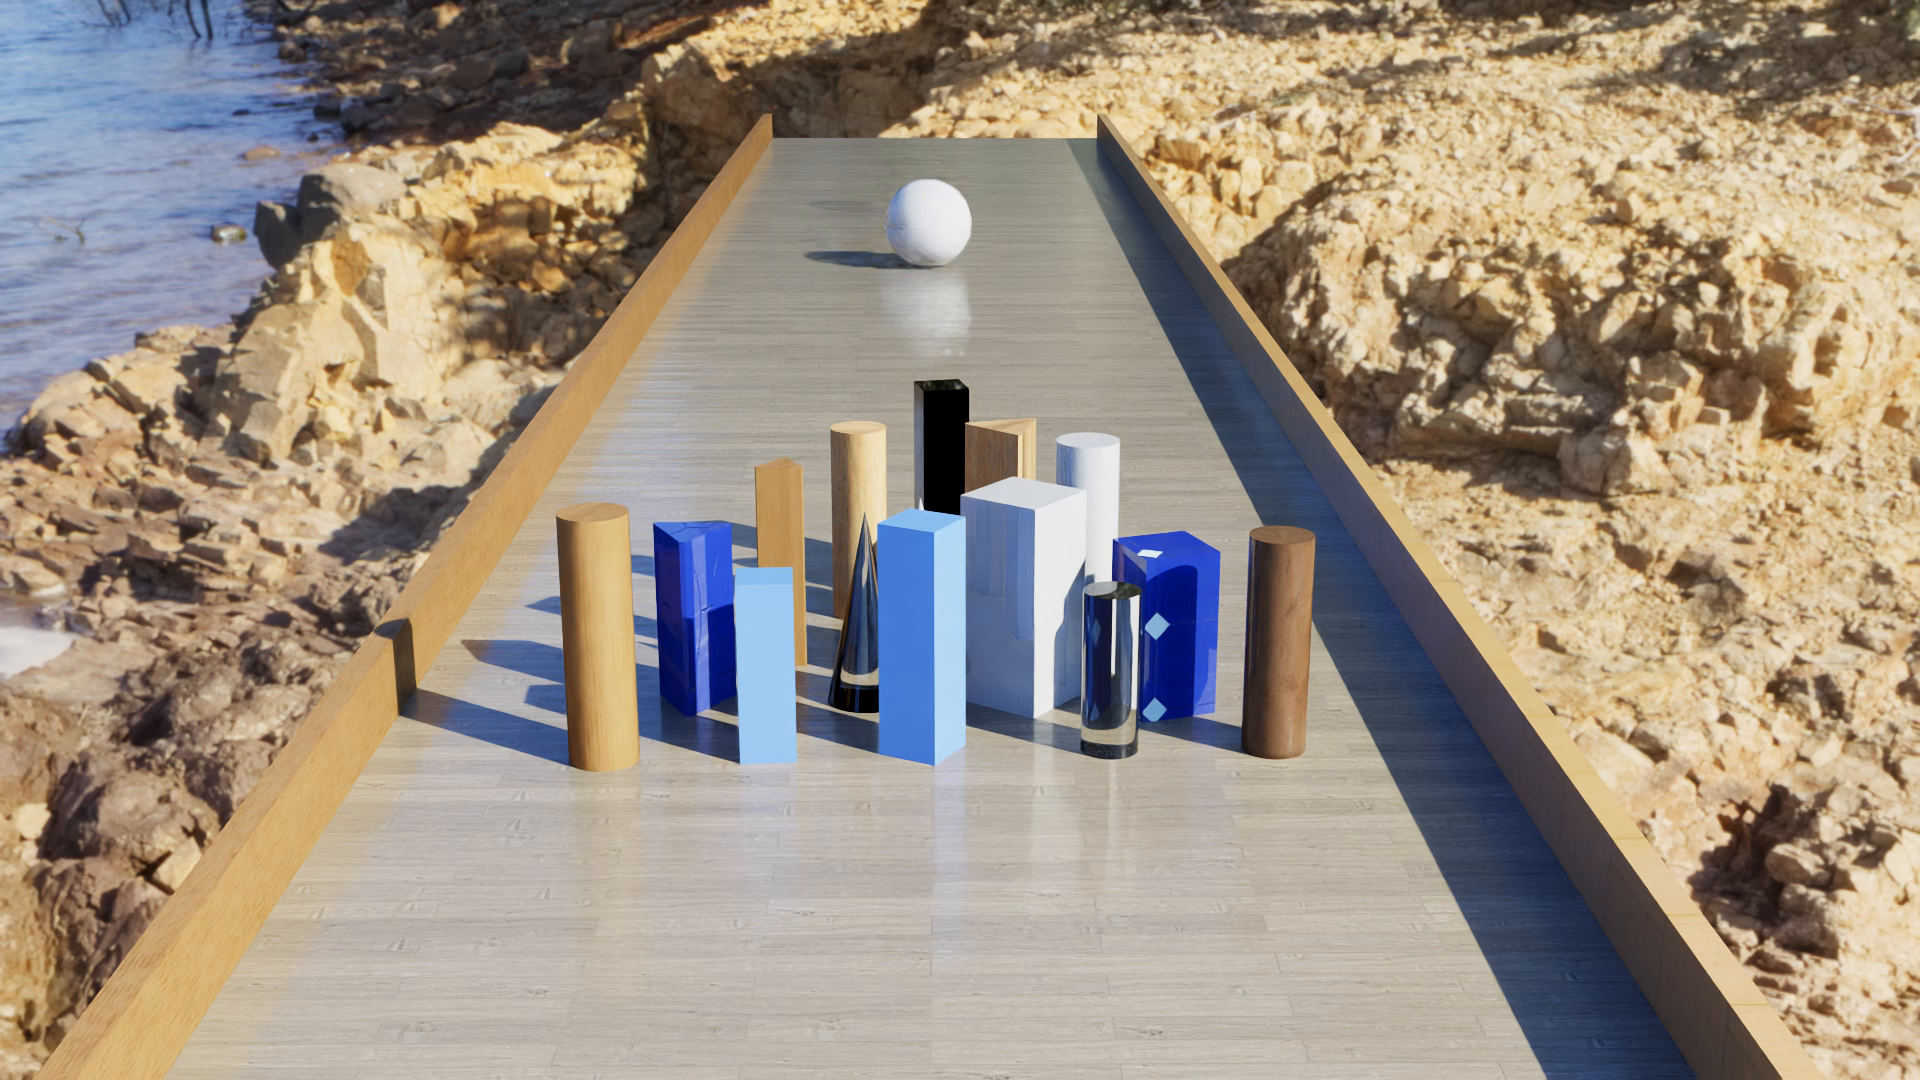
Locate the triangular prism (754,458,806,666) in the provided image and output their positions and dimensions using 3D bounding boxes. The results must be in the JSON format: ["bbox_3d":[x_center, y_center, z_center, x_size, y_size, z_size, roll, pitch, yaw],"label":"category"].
[{"bbox_3d":[-0.349,0.043,4.366,0.093,0.407,0.080,1,17,4],"label":"triangular prism"}]

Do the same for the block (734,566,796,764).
[{"bbox_3d":[-0.343,0.222,3.897,0.100,0.332,0.100,-1,17,-4],"label":"block"}]

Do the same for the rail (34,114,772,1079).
[{"bbox_3d":[-1.118,-0.838,7.780,0.050,0.150,12.000,0,17,-1],"label":"rail"}]

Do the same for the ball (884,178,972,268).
[{"bbox_3d":[-0.129,-1.288,8.935,0.355,0.355,0.355,0,17,0],"label":"ball"}]

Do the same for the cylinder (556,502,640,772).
[{"bbox_3d":[-0.633,0.170,3.853,0.125,0.456,0.125,0,17,0],"label":"cylinder"}]

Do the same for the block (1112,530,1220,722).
[{"bbox_3d":[0.383,0.161,4.131,0.150,0.316,0.150,-6,18,-20],"label":"block"}]

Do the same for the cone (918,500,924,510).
[{"bbox_3d":[-0.078,0.077,4.379,0.172,0.336,0.172,0,17,0],"label":"cone"}]

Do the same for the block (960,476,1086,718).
[{"bbox_3d":[0.119,0.106,4.160,0.169,0.405,0.169,12,20,35],"label":"block"}]

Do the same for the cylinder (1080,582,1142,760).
[{"bbox_3d":[0.269,0.232,3.919,0.104,0.300,0.104,0,17,0],"label":"cylinder"}]

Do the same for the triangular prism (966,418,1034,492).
[{"bbox_3d":[0.112,-0.044,4.648,0.154,0.415,0.133,15,22,40],"label":"triangular prism"}]

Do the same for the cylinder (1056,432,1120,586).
[{"bbox_3d":[0.251,0.020,4.369,0.125,0.450,0.125,0,17,0],"label":"cylinder"}]

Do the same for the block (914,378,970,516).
[{"bbox_3d":[-0.041,-0.129,4.887,0.102,0.441,0.102,-4,17,-12],"label":"block"}]

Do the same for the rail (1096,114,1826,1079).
[{"bbox_3d":[0.932,-0.844,7.801,0.050,0.150,12.000,0,17,-1],"label":"rail"}]

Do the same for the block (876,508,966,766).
[{"bbox_3d":[-0.067,0.171,3.897,0.113,0.430,0.113,9,19,27],"label":"block"}]

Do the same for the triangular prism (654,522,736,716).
[{"bbox_3d":[-0.523,0.140,4.156,0.126,0.342,0.145,10,19,31],"label":"triangular prism"}]

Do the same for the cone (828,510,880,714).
[{"bbox_3d":[-0.177,0.124,4.150,0.151,0.376,0.151,0,17,0],"label":"cone"}]

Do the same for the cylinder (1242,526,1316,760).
[{"bbox_3d":[0.565,0.183,3.911,0.116,0.400,0.116,0,17,0],"label":"cylinder"}]

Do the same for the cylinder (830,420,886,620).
[{"bbox_3d":[-0.212,-0.039,4.643,0.116,0.408,0.116,0,17,0],"label":"cylinder"}]
